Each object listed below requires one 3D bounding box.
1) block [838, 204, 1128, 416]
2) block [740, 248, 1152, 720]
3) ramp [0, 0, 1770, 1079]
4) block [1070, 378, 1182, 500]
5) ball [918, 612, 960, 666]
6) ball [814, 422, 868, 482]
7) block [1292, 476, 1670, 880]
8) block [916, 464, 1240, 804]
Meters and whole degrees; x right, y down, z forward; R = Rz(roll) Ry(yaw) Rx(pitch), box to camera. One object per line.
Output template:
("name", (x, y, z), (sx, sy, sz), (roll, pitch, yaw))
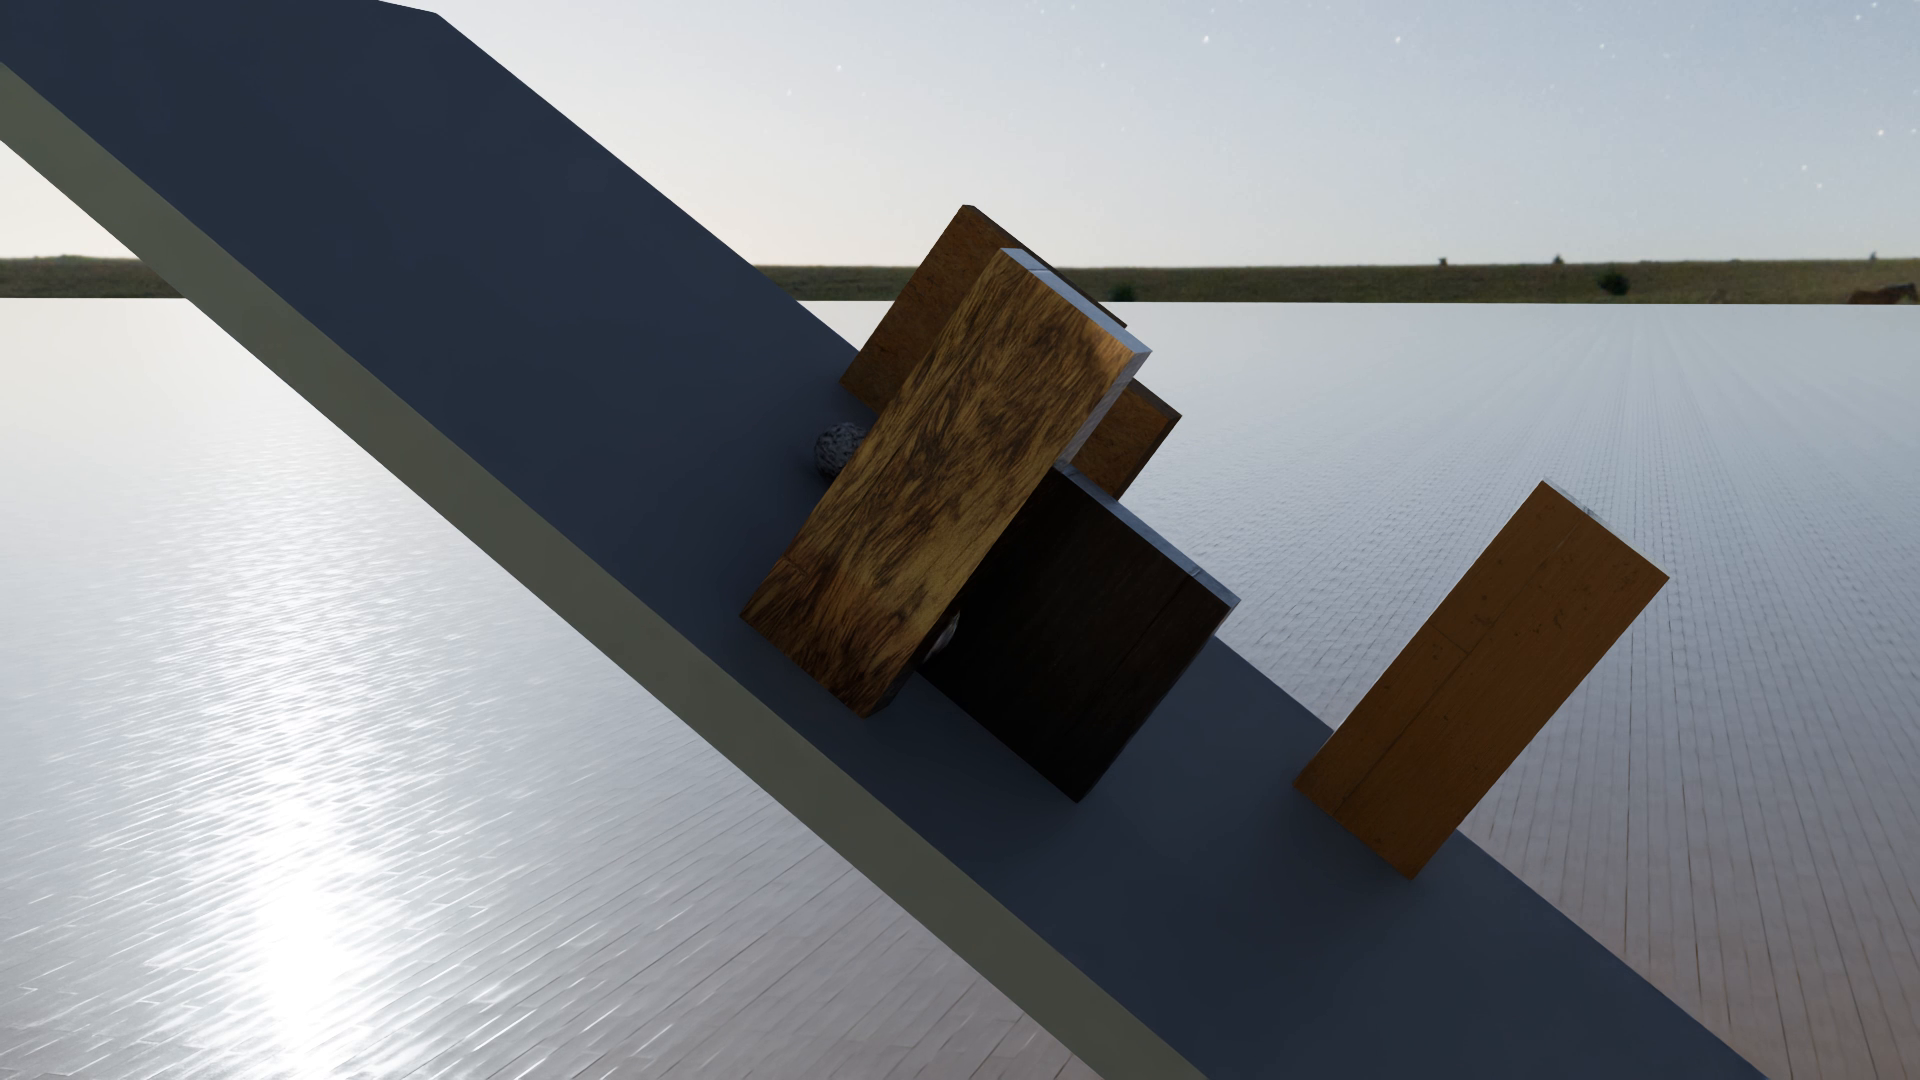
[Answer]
("block", (0.045, -0.397, 4.702), (0.424, 0.473, 0.081), (39, 16, 9))
("block", (-0.026, -0.080, 3.251), (0.247, 0.682, 0.117), (39, 16, 9))
("ramp", (-0.057, 0.118, 4.066), (4.000, 0.100, 2.000), (39, 16, 9))
("block", (0.090, -0.149, 4.029), (0.401, 0.501, 0.119), (39, 16, 9))
("ball", (-0.099, 0.103, 3.465), (0.201, 0.201, 0.201), (0, 7, 0))
("ball", (-0.215, -0.164, 4.128), (0.118, 0.118, 0.118), (0, 7, 0))
("block", (1.004, 0.270, 4.267), (0.294, 0.768, 0.114), (39, 16, 9))
("block", (0.154, 0.126, 3.545), (0.427, 0.410, 0.091), (39, 16, 9))
